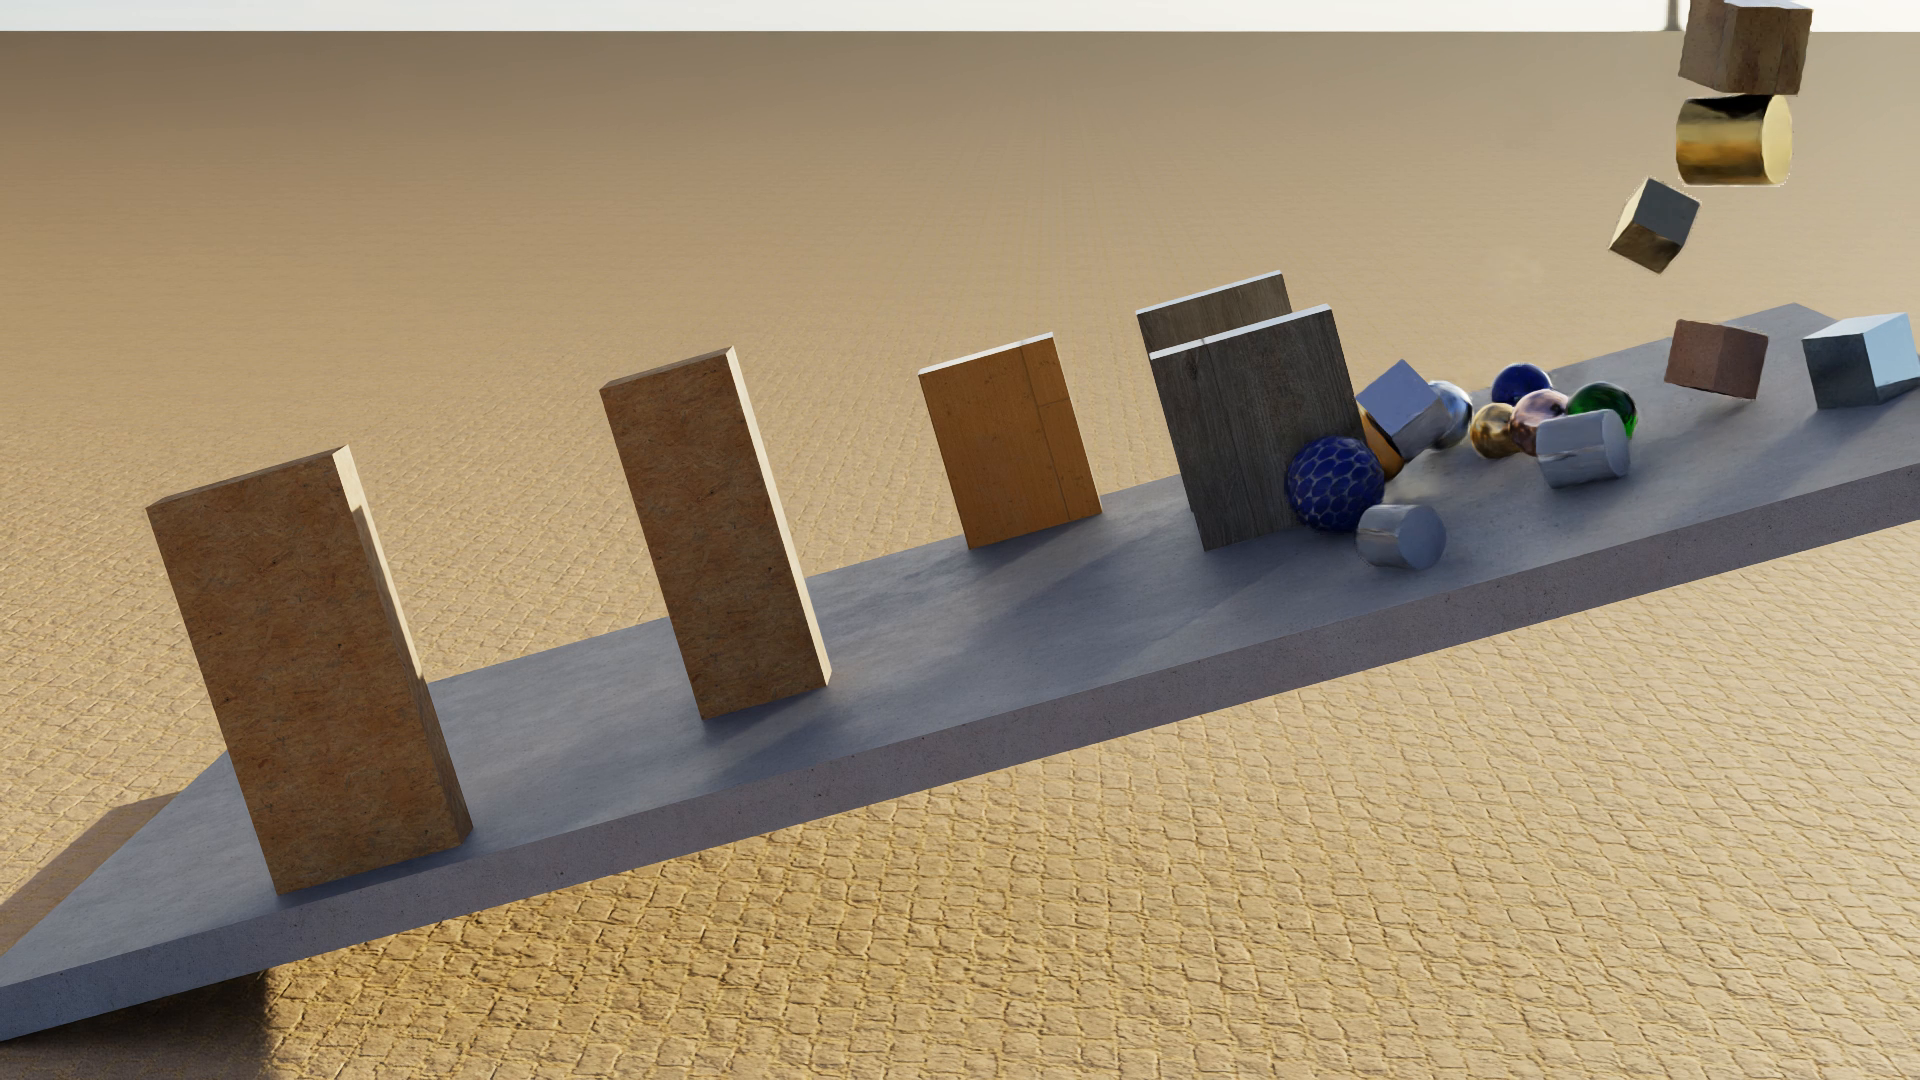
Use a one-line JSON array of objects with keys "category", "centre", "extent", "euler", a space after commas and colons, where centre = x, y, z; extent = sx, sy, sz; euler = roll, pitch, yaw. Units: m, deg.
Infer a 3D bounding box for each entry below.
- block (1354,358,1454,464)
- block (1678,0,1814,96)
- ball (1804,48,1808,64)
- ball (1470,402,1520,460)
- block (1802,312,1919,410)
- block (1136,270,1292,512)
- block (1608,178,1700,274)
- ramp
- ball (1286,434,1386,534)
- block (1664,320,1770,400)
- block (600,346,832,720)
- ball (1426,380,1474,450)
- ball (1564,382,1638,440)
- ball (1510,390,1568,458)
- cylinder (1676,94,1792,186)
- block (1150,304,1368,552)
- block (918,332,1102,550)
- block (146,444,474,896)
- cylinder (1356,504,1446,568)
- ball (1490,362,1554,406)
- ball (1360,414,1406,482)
[{"category": "block", "centre": [0.930, -0.270, 6.149], "extent": [0.129, 0.129, 0.129], "euler": [53, 3, 34]}, {"category": "block", "centre": [1.564, -0.990, 5.861], "extent": [0.171, 0.171, 0.171], "euler": [-2, 20, -18]}, {"category": "ball", "centre": [1.727, -1.040, 6.268], "extent": [0.151, 0.151, 0.151], "euler": [0, 11, 0]}, {"category": "ball", "centre": [1.159, -0.234, 6.328], "extent": [0.126, 0.126, 0.126], "euler": [0, 11, 0]}, {"category": "block", "centre": [1.788, -0.354, 5.828], "extent": [0.147, 0.147, 0.147], "euler": [-23, 12, -34]}, {"category": "block", "centre": [0.627, -0.338, 6.698], "extent": [0.339, 0.471, 0.081], "euler": [-16, 10, 5]}, {"category": "block", "centre": [1.361, -0.615, 5.767], "extent": [0.113, 0.113, 0.113], "euler": [26, -26, 0]}, {"category": "ramp", "centre": [0.088, 0.188, 6.322], "extent": [4.000, 0.100, 2.000], "euler": [-16, 10, 5]}, {"category": "ball", "centre": [0.766, -0.114, 6.002], "extent": [0.202, 0.202, 0.202], "euler": [0, 11, 0]}, {"category": "block", "centre": [1.579, -0.377, 6.143], "extent": [0.134, 0.134, 0.134], "euler": [8, 5, -35]}, {"category": "block", "centre": [-0.496, -0.014, 6.017], "extent": [0.267, 0.708, 0.137], "euler": [-16, 10, 5]}, {"category": "ball", "centre": [1.068, -0.278, 6.564], "extent": [0.156, 0.156, 0.156], "euler": [0, 11, 0]}, {"category": "ball", "centre": [1.312, -0.251, 6.026], "extent": [0.149, 0.149, 0.149], "euler": [0, 11, 0]}, {"category": "ball", "centre": [1.221, -0.242, 6.141], "extent": [0.145, 0.145, 0.145], "euler": [0, 11, 0]}, {"category": "cylinder", "centre": [1.552, -0.801, 5.894], "extent": [0.178, 0.178, 0.178], "euler": [4, 11, 34]}, {"category": "block", "centre": [0.648, -0.238, 6.234], "extent": [0.390, 0.426, 0.108], "euler": [-16, 10, 5]}, {"category": "block", "centre": [0.122, -0.239, 7.067], "extent": [0.333, 0.439, 0.107], "euler": [-16, 10, 5]}, {"category": "block", "centre": [-1.221, 0.247, 5.549], "extent": [0.367, 0.774, 0.122], "euler": [-16, 10, 5]}, {"category": "cylinder", "centre": [0.829, -0.007, 5.527], "extent": [0.118, 0.118, 0.118], "euler": [-7, 6, -33]}, {"category": "ball", "centre": [1.258, -0.328, 6.586], "extent": [0.139, 0.139, 0.139], "euler": [0, 11, 0]}, {"category": "ball", "centre": [0.896, -0.196, 6.394], "extent": [0.155, 0.155, 0.155], "euler": [0, 11, 0]}]
